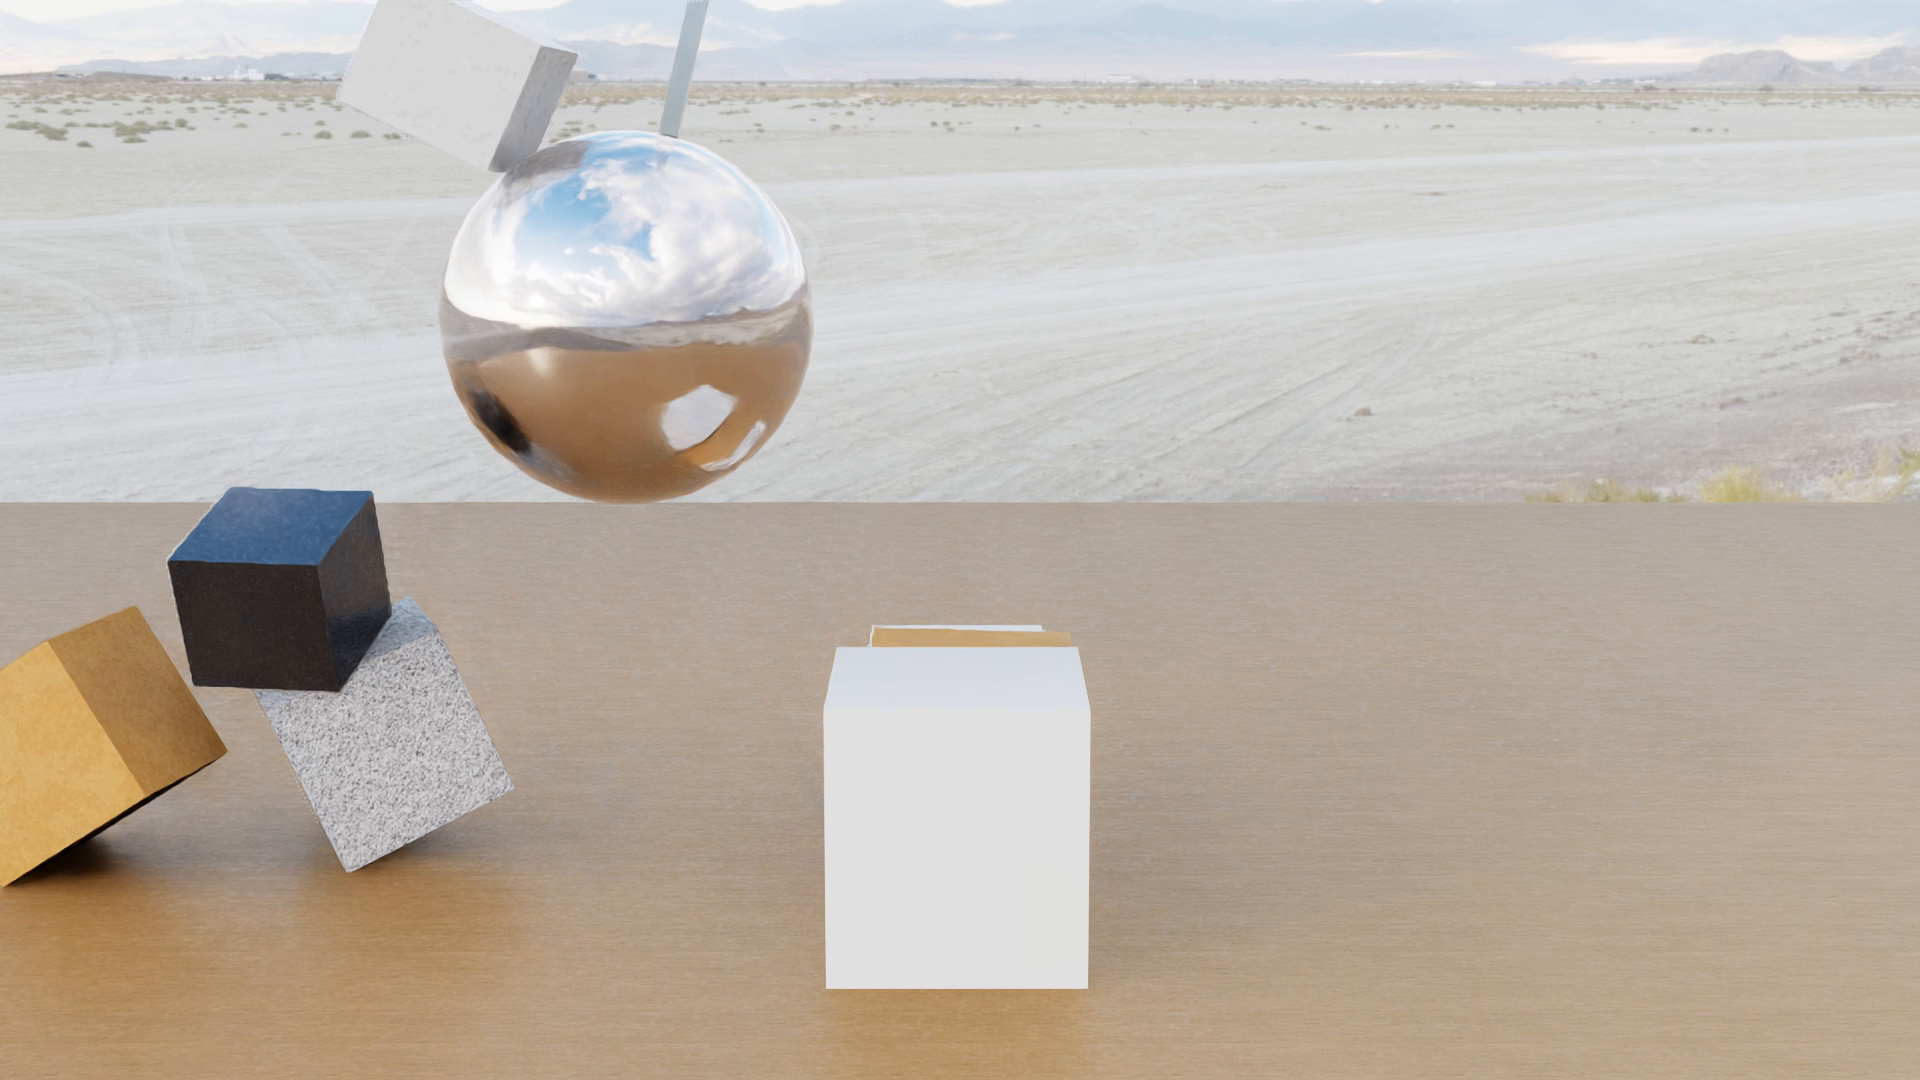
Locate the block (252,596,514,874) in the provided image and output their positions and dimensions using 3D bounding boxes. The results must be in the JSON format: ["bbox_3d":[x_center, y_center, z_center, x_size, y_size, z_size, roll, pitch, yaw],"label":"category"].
[{"bbox_3d":[-2.657,0.875,11.727,0.822,0.830,0.761,-27,18,-15],"label":"block"}]

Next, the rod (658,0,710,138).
[{"bbox_3d":[-0.617,-4.201,10.416,0.080,5.200,0.080,14,10,-2],"label":"rod"}]

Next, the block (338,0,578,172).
[{"bbox_3d":[-2.126,-1.976,10.922,0.704,0.571,0.595,26,9,3],"label":"block"}]

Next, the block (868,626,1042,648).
[{"bbox_3d":[-0.017,0.901,12.386,0.844,0.795,0.950,0,10,0],"label":"block"}]

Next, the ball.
[{"bbox_3d":[-1.424,-0.952,11.007,1.600,1.600,1.600,0,10,0],"label":"ball"}]

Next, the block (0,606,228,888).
[{"bbox_3d":[-3.970,0.907,11.453,0.839,0.791,0.755,-31,3,15],"label":"block"}]

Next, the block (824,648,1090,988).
[{"bbox_3d":[-0.011,1.098,10.407,1.017,1.115,1.085,0,10,0],"label":"block"}]

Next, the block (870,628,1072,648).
[{"bbox_3d":[0.042,0.975,11.425,0.900,0.972,0.944,1,10,0],"label":"block"}]

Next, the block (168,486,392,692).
[{"bbox_3d":[-2.972,0.210,11.281,0.665,0.622,0.691,2,28,8],"label":"block"}]
